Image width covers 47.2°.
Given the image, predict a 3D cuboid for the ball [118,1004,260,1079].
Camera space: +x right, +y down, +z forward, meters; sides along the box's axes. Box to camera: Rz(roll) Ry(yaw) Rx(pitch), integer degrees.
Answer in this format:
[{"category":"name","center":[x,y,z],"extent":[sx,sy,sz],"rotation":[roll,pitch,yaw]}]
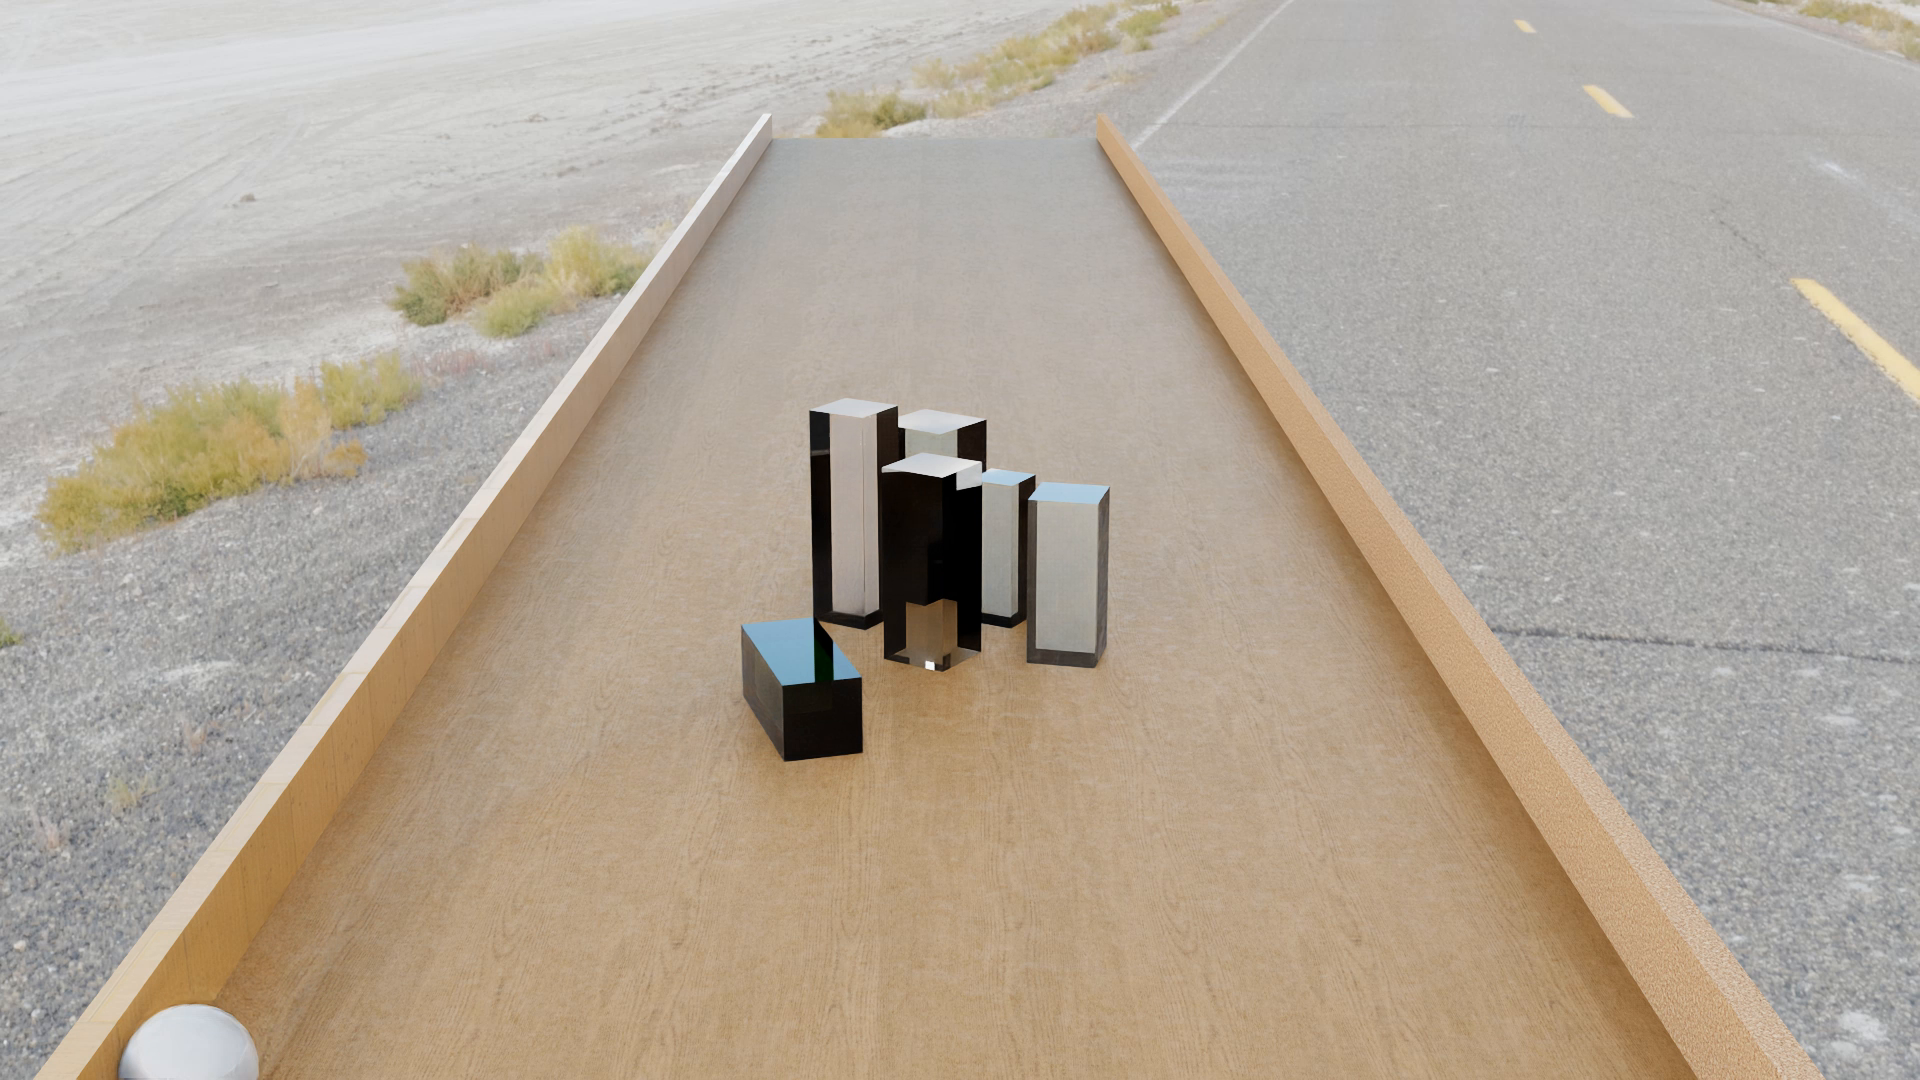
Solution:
[{"category":"ball","center":[-0.955,0.658,2.723],"extent":[0.165,0.165,0.165],"rotation":[0,17,0]}]

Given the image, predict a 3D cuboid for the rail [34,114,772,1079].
[{"category":"rail","center":[-1.118,-0.838,7.780],"extent":[0.050,0.150,12.000],"rotation":[0,17,-1]}]

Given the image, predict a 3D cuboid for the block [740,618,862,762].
[{"category":"block","center":[-0.295,0.271,4.061],"extent":[0.145,0.145,0.350],"rotation":[-5,17,-17]}]

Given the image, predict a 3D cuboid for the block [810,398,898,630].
[{"category":"block","center":[-0.220,-0.055,4.615],"extent":[0.133,0.455,0.133],"rotation":[10,19,30]}]

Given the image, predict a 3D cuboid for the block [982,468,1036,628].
[{"category":"block","center":[0.087,0.017,4.627],"extent":[0.105,0.309,0.105],"rotation":[9,19,28]}]

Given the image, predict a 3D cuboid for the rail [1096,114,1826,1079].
[{"category":"rail","center":[0.932,-0.844,7.801],"extent":[0.050,0.150,12.000],"rotation":[0,17,-1]}]

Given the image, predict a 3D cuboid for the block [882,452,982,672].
[{"category":"block","center":[-0.055,0.043,4.386],"extent":[0.142,0.398,0.142],"rotation":[10,20,31]}]

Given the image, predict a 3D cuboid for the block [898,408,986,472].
[{"category":"block","center":[-0.061,-0.083,4.858],"extent":[0.171,0.369,0.171],"rotation":[12,20,34]}]

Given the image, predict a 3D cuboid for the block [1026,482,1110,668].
[{"category":"block","center":[0.217,0.069,4.400],"extent":[0.138,0.339,0.138],"rotation":[4,17,13]}]
